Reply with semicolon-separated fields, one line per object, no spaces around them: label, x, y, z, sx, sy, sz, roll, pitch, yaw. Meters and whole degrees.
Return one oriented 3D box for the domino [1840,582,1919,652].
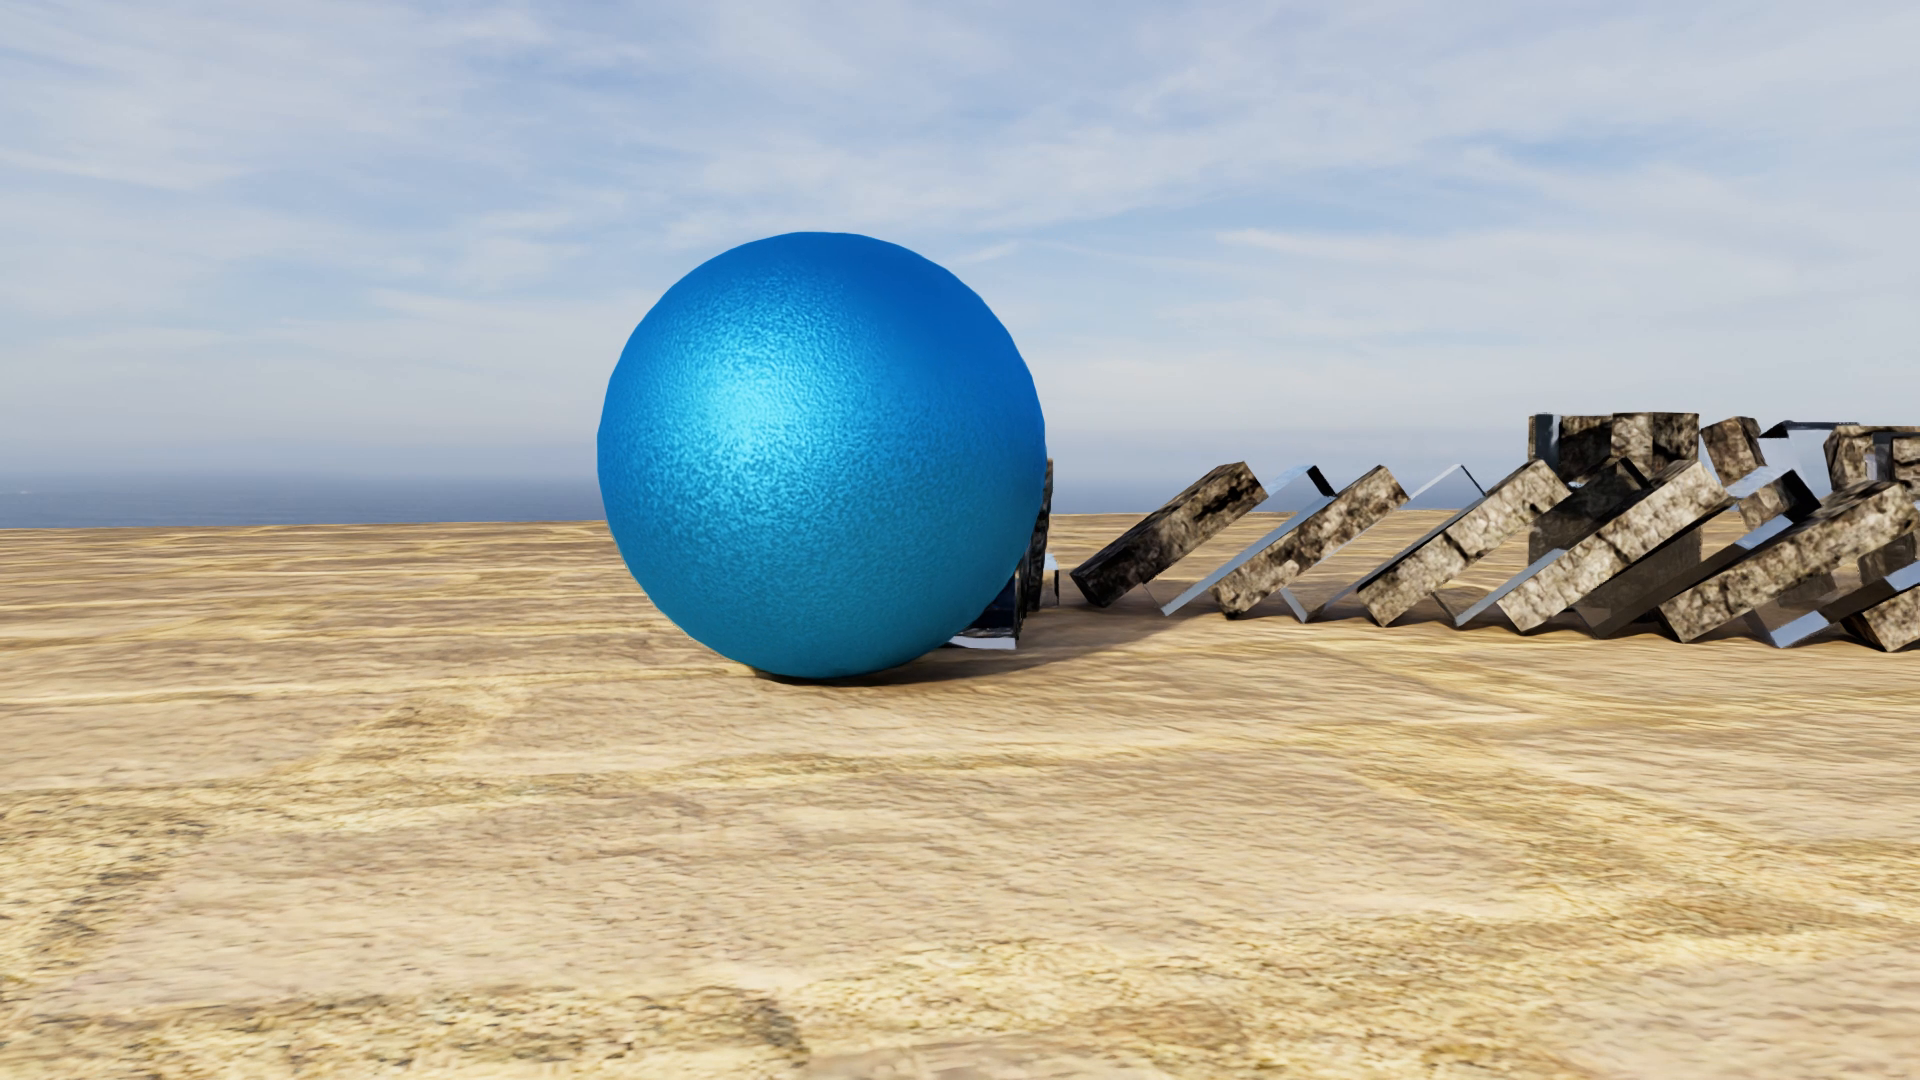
domino;0.211;0.005;0.266;0.050;0.010;0.025;-33;-5;19

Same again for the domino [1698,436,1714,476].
domino;0.208;-0.010;0.360;0.009;0.050;0.025;-16;-5;32

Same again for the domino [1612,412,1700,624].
domino;0.170;-0.006;0.314;0.025;0.050;0.009;-3;5;-38

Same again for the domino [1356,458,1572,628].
domino;0.117;0.000;0.302;0.050;0.009;0.025;-40;-9;17

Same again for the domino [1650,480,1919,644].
domino;0.176;0.004;0.278;0.050;0.009;0.025;-33;-7;19

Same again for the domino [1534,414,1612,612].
domino;0.161;-0.007;0.329;0.025;0.050;0.010;-1;6;-12

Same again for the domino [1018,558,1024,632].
domino;0.002;-0.003;0.300;0.025;0.050;0.009;0;-32;6

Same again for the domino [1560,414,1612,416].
domino;0.178;-0.010;0.356;0.010;0.050;0.025;-12;10;-36

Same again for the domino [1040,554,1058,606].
domino;0.014;0.011;0.363;0.025;0.010;0.050;0;4;2

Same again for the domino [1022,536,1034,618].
domino;0.006;-0.004;0.326;0.025;0.050;0.009;2;-38;7

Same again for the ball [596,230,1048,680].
ball;-0.024;-0.015;0.232;0.080;0.080;0.080;0;4;0

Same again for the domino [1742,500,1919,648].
domino;0.193;0.005;0.271;0.050;0.009;0.025;-33;-7;19

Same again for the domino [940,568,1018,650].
domino;0.000;-0.001;0.276;0.025;0.050;0.010;0;-32;6

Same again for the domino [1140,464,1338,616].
domino;0.069;0.000;0.322;0.050;0.010;0.025;-36;0;4

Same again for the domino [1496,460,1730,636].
domino;0.145;0.001;0.289;0.050;0.009;0.025;-40;-9;17

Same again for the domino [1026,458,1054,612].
domino;0.010;-0.003;0.342;0.025;0.010;0.050;3;43;7

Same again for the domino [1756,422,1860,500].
domino;0.236;-0.007;0.343;0.025;0.050;0.009;-1;-24;-13

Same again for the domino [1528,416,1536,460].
domino;0.167;-0.008;0.346;0.025;0.050;0.009;3;7;37

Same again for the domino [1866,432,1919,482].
domino;0.238;-0.004;0.311;0.025;0.050;0.010;2;-33;25

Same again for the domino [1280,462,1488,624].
domino;0.101;0.000;0.309;0.050;0.010;0.025;-38;-8;17

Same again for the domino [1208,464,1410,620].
domino;0.085;0.000;0.315;0.050;0.010;0.025;-36;-5;14

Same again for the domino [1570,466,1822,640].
domino;0.159;0.003;0.283;0.050;0.010;0.025;-37;-8;18

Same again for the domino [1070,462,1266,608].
domino;0.053;-0.001;0.333;0.050;0.009;0.025;-36;2;-2

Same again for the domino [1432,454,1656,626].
domino;0.132;0.000;0.295;0.050;0.010;0.025;-40;-9;17

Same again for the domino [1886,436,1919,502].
domino;0.232;-0.002;0.297;0.025;0.050;0.010;2;-36;28

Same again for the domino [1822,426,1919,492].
domino;0.240;-0.006;0.327;0.025;0.050;0.010;1;-28;14

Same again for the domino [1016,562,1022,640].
domino;0.001;-0.002;0.288;0.025;0.050;0.009;0;-32;6

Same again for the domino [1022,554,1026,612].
domino;0.003;-0.004;0.312;0.025;0.050;0.010;0;-32;6

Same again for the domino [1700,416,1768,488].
domino;0.221;-0.009;0.353;0.010;0.050;0.025;-26;-14;40
